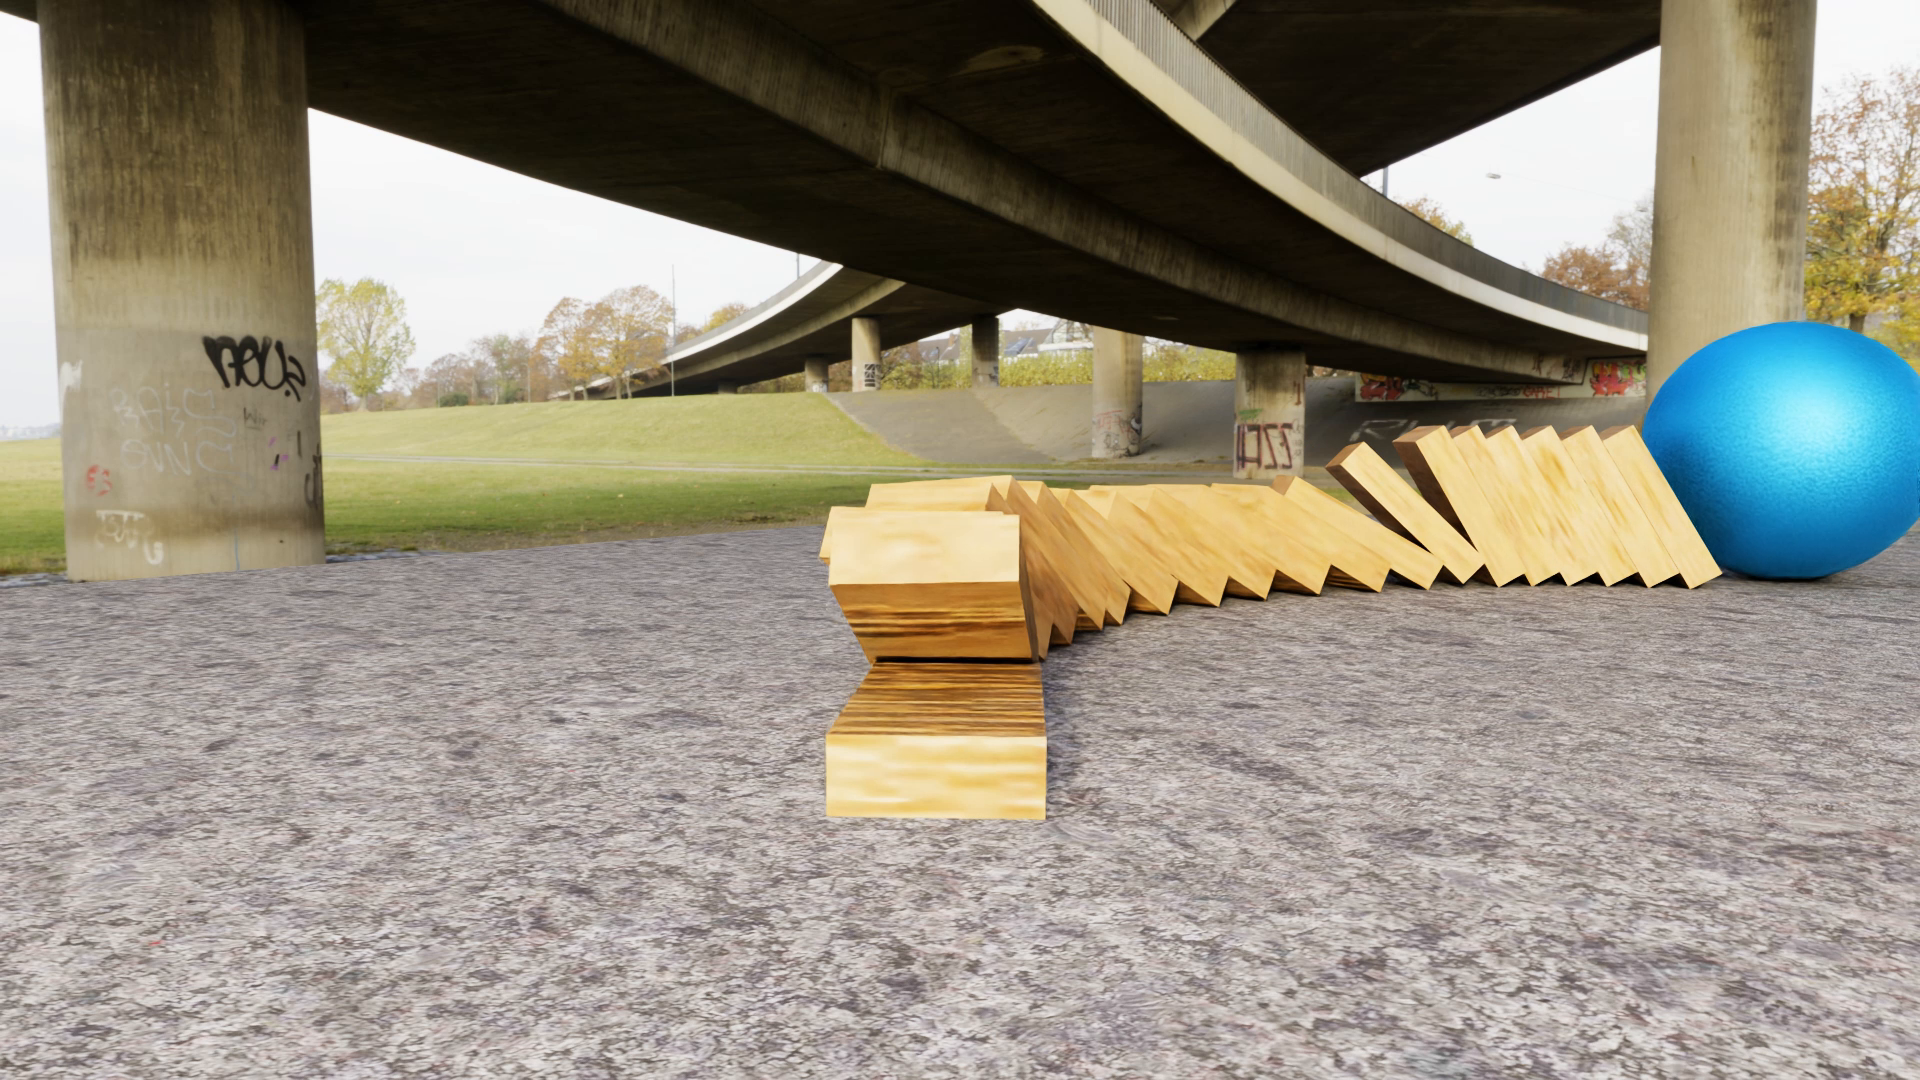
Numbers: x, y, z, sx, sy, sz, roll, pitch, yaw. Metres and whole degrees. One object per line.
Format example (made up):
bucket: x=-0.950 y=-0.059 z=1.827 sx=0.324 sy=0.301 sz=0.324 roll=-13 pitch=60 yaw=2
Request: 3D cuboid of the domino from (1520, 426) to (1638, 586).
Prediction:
domino: x=0.188 y=-0.011 z=0.395 sx=0.010 sy=0.050 sz=0.025 roll=-30 pitch=-3 yaw=14

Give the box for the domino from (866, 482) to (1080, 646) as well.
domino: x=0.003 y=0.006 z=0.255 sx=0.025 sy=0.010 sz=0.050 roll=0 pitch=-29 yaw=27

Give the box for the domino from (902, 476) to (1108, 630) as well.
domino: x=0.010 y=0.004 z=0.270 sx=0.025 sy=0.009 sz=0.050 roll=-2 pitch=-30 yaw=31

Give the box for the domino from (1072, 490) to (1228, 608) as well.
domino: x=0.044 y=0.002 z=0.329 sx=0.050 sy=0.010 sz=0.025 roll=32 pitch=-17 yaw=-39

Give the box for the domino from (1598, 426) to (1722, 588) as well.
domino: x=0.209 y=-0.011 z=0.388 sx=0.009 sy=0.050 sz=0.025 roll=-30 pitch=-3 yaw=14

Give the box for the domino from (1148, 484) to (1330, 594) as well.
domino: x=0.076 y=0.000 z=0.358 sx=0.050 sy=0.009 sz=0.025 roll=28 pitch=-11 yaw=-26

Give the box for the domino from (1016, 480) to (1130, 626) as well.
domino: x=0.017 y=0.003 z=0.290 sx=0.025 sy=0.010 sz=0.050 roll=3 pitch=-27 yaw=33

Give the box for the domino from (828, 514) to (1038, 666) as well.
domino: x=-0.002 y=0.012 z=0.192 sx=0.025 sy=0.010 sz=0.050 roll=-1 pitch=-25 yaw=6

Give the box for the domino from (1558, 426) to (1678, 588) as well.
domino: x=0.198 y=-0.011 z=0.392 sx=0.009 sy=0.050 sz=0.025 roll=-30 pitch=-3 yaw=14

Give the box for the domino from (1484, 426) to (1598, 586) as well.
domino: x=0.177 y=-0.011 z=0.396 sx=0.010 sy=0.050 sz=0.025 roll=-30 pitch=-3 yaw=14

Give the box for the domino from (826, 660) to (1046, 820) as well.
domino: x=-0.002 y=0.025 z=0.171 sx=0.025 sy=0.009 sz=0.050 roll=0 pitch=4 yaw=3

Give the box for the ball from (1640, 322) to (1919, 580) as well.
ball: x=0.257 y=-0.027 z=0.400 sx=0.080 sy=0.080 sz=0.080 roll=0 pitch=4 yaw=0

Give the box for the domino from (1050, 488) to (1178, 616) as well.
domino: x=0.029 y=0.003 z=0.311 sx=0.025 sy=0.009 sz=0.050 roll=4 pitch=-23 yaw=43

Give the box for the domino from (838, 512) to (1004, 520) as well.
domino: x=-0.003 y=0.010 z=0.213 sx=0.025 sy=0.009 sz=0.050 roll=0 pitch=-24 yaw=8

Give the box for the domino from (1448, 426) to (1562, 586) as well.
domino: x=0.164 y=-0.011 z=0.395 sx=0.009 sy=0.050 sz=0.025 roll=-30 pitch=0 yaw=9

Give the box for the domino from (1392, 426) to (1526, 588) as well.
domino: x=0.152 y=-0.011 z=0.392 sx=0.010 sy=0.050 sz=0.025 roll=-30 pitch=2 yaw=5

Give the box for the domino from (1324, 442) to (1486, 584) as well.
domino: x=0.135 y=-0.008 z=0.391 sx=0.050 sy=0.009 sz=0.025 roll=45 pitch=4 yaw=3

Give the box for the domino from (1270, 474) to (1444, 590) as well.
domino: x=0.117 y=-0.003 z=0.385 sx=0.050 sy=0.009 sz=0.025 roll=30 pitch=4 yaw=0

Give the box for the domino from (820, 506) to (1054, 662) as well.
domino: x=-0.003 y=0.009 z=0.237 sx=0.025 sy=0.010 sz=0.050 roll=2 pitch=-23 yaw=24

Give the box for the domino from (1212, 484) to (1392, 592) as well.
domino: x=0.097 y=-0.001 z=0.369 sx=0.050 sy=0.009 sz=0.025 roll=28 pitch=-7 yaw=-24

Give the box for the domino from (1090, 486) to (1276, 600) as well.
domino: x=0.059 y=0.001 z=0.345 sx=0.050 sy=0.010 sz=0.025 roll=30 pitch=-14 yaw=-32
